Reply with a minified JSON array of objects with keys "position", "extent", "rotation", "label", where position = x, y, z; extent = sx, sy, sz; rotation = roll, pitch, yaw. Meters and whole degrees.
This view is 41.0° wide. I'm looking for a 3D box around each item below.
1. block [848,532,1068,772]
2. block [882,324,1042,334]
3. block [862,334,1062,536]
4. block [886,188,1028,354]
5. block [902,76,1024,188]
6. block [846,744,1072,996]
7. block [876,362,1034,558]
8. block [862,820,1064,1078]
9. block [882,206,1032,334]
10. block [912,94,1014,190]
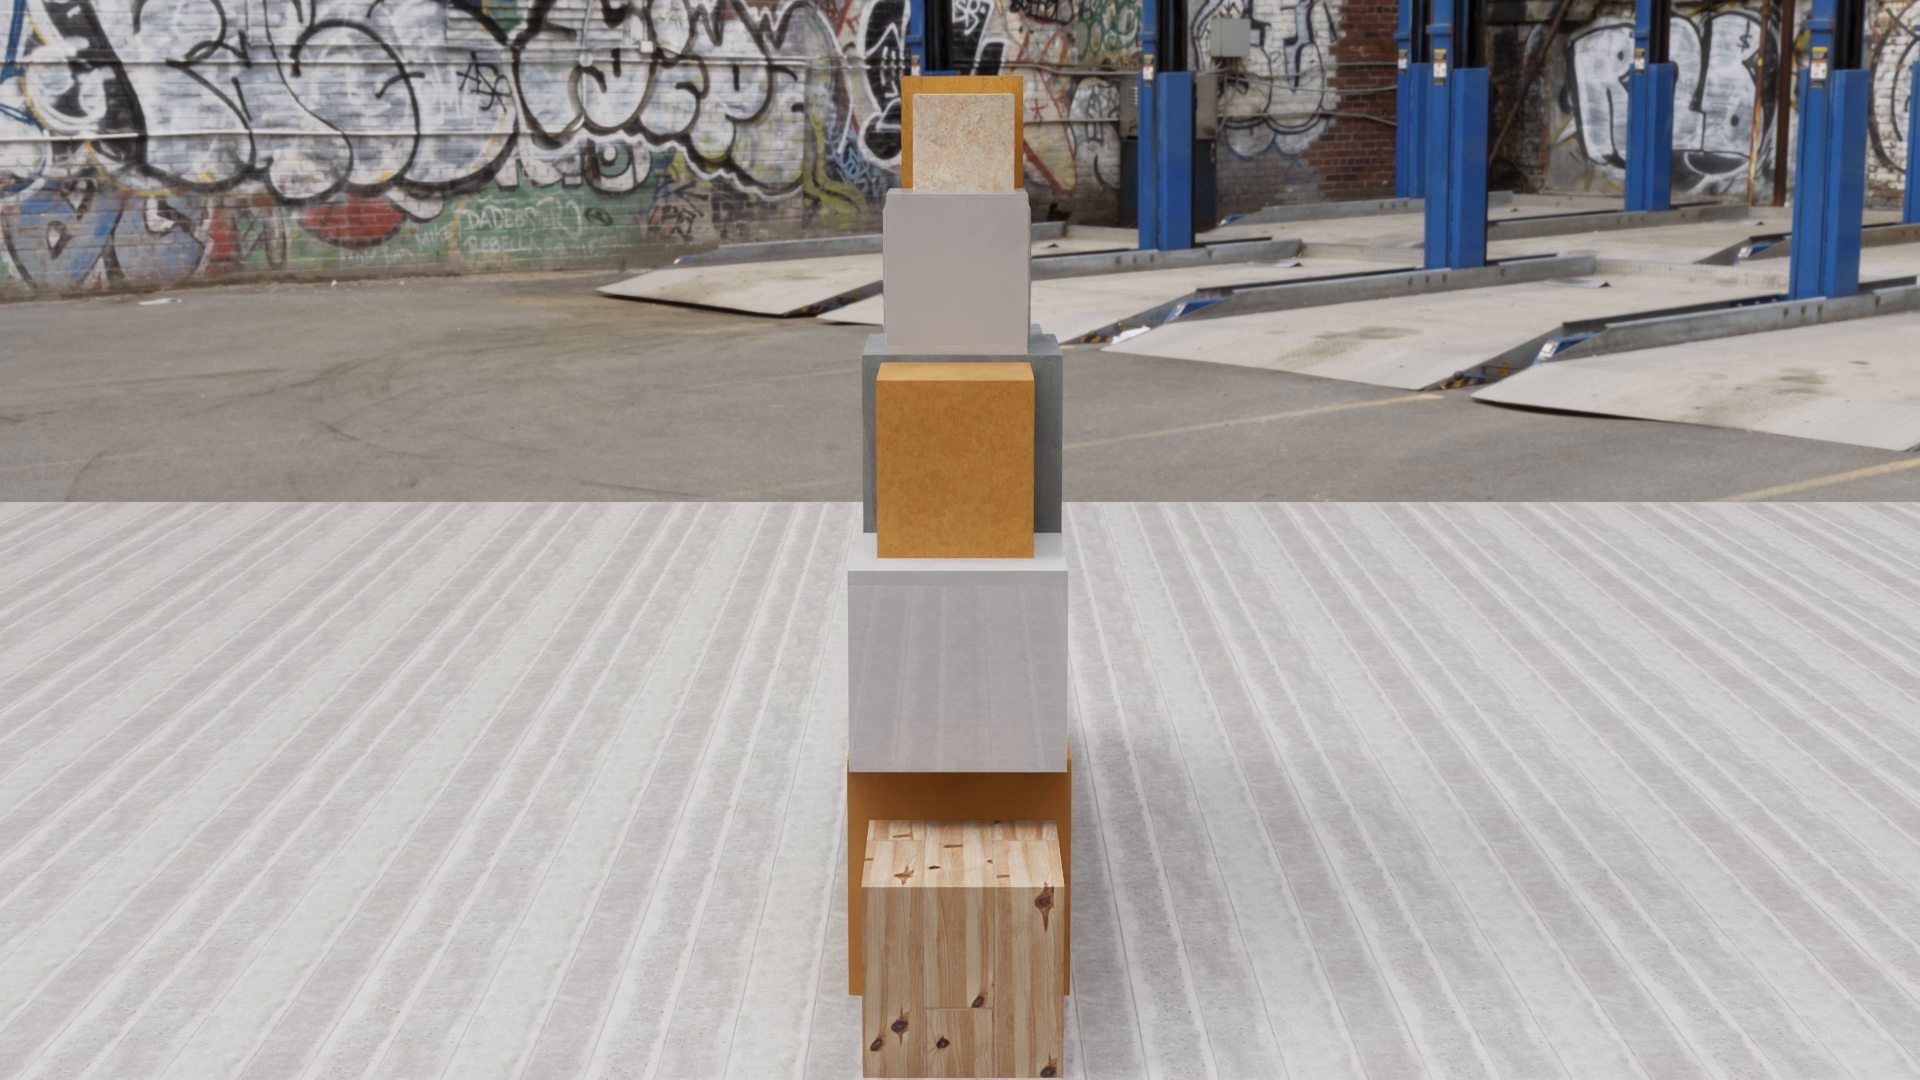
[{"position":[-0.007,0.418,9.876],"extent":[0.812,0.764,0.788],"rotation":[0,10,0],"label":"block"},{"position":[0.012,-0.634,12.214],"extent":[0.753,0.717,0.732],"rotation":[0,11,0],"label":"block"},{"position":[0.009,-0.421,10.650],"extent":[0.795,0.788,0.875],"rotation":[0,10,0],"label":"block"},{"position":[-0.011,-1.095,10.394],"extent":[0.558,0.630,0.563],"rotation":[0,10,0],"label":"block"},{"position":[0.010,-1.717,11.112],"extent":[0.513,0.577,0.567],"rotation":[0,11,0],"label":"block"},{"position":[-0.003,1.219,10.233],"extent":[0.853,0.940,0.845],"rotation":[0,10,0],"label":"block"},{"position":[-0.018,-0.316,9.900],"extent":[0.589,0.673,0.608],"rotation":[0,10,0],"label":"block"},{"position":[0.010,1.486,9.426],"extent":[0.710,0.704,0.818],"rotation":[0,10,0],"label":"block"},{"position":[-0.013,-1.185,11.530],"extent":[0.647,0.624,0.607],"rotation":[0,11,0],"label":"block"},{"position":[0.015,-1.645,10.590],"extent":[0.409,0.383,0.480],"rotation":[0,10,0],"label":"block"}]
